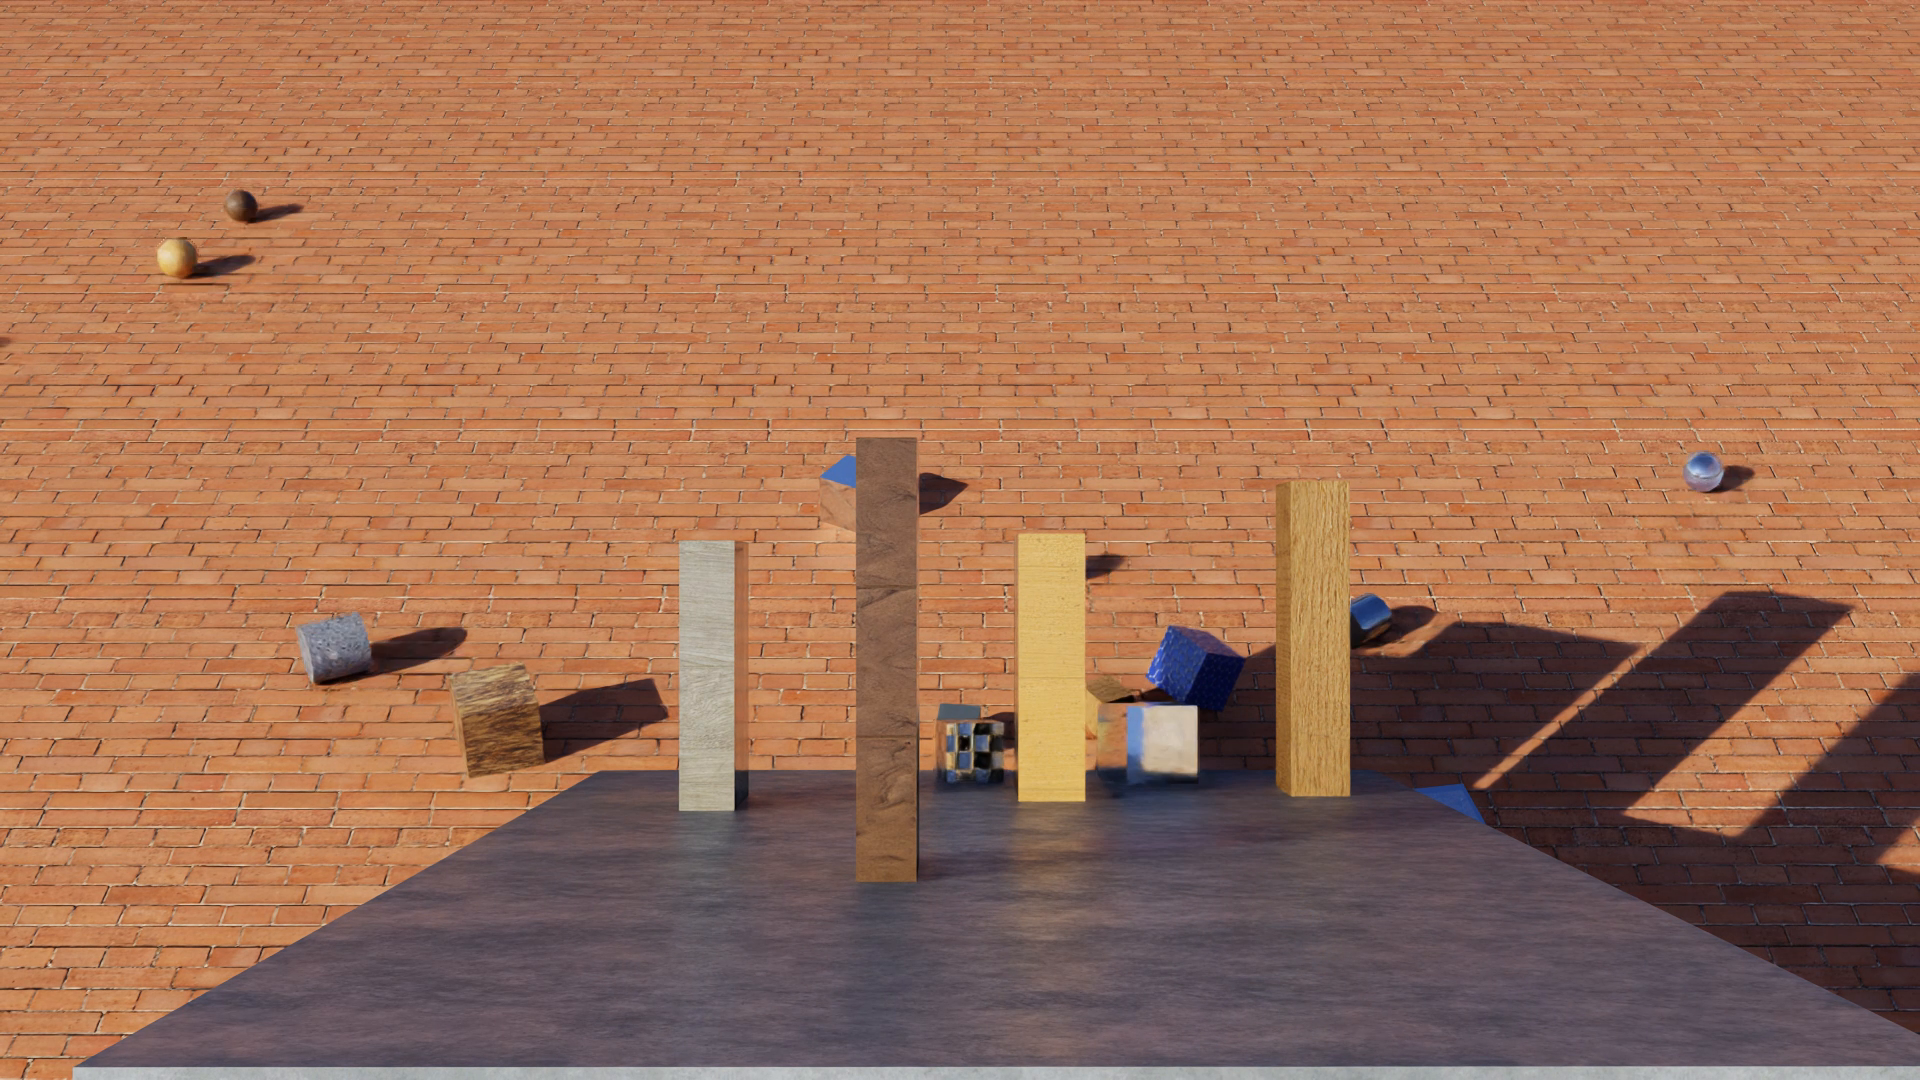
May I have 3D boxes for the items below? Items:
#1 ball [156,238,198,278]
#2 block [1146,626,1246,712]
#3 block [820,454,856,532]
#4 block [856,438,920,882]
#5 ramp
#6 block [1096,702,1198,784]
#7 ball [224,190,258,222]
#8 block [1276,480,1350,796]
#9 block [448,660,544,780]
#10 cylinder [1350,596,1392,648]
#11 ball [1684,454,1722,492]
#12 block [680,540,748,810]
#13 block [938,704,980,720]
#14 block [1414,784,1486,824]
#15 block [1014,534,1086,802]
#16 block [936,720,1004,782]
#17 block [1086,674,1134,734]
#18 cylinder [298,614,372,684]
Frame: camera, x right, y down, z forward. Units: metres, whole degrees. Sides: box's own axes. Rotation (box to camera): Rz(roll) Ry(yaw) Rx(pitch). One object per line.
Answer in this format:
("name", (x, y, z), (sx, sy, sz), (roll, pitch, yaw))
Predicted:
("ball", (-2.819, -1.015, 9.337), (0.143, 0.143, 0.143), (0, 32, 0))
("block", (0.643, 0.349, 7.060), (0.162, 0.162, 0.162), (11, 18, -43))
("block", (-0.318, -0.139, 7.908), (0.158, 0.158, 0.158), (17, 36, 26))
("block", (-0.123, 0.201, 4.470), (0.101, 0.741, 0.305), (0, -1, 0))
("ramp", (0.071, 0.623, 4.710), (2.000, 0.100, 4.000), (0, -1, 0))
("block", (0.460, 0.498, 6.375), (0.187, 0.187, 0.187), (0, -1, -19))
("ball", (-2.706, -1.257, 9.750), (0.120, 0.120, 0.120), (0, 32, 0))
("block", (0.826, 0.227, 6.076), (0.135, 0.722, 0.279), (0, -1, 0))
("block", (-1.229, 0.476, 6.872), (0.202, 0.202, 0.202), (-10, 33, -16))
("cylinder", (1.141, 0.231, 7.347), (0.118, 0.118, 0.118), (-23, 39, -32))
("ball", (2.311, -0.209, 8.058), (0.119, 0.119, 0.119), (0, 32, 0))
("block", (-0.547, 0.294, 5.781), (0.119, 0.582, 0.380), (0, -1, 0))
("block", (-0.005, 0.514, 6.899), (0.109, 0.109, 0.109), (4, 32, 6))
("block", (1.198, 0.736, 6.483), (0.169, 0.169, 0.169), (-5, 32, -9))
("block", (0.206, 0.288, 6.034), (0.149, 0.600, 0.450), (0, -1, 0))
("block", (0.024, 0.522, 6.432), (0.142, 0.142, 0.142), (0, -1, -11))
("block", (0.387, 0.447, 6.994), (0.107, 0.107, 0.107), (-14, 36, -35))
("cylinder", (-1.734, 0.301, 7.192), (0.163, 0.163, 0.163), (-14, 34, -22))
